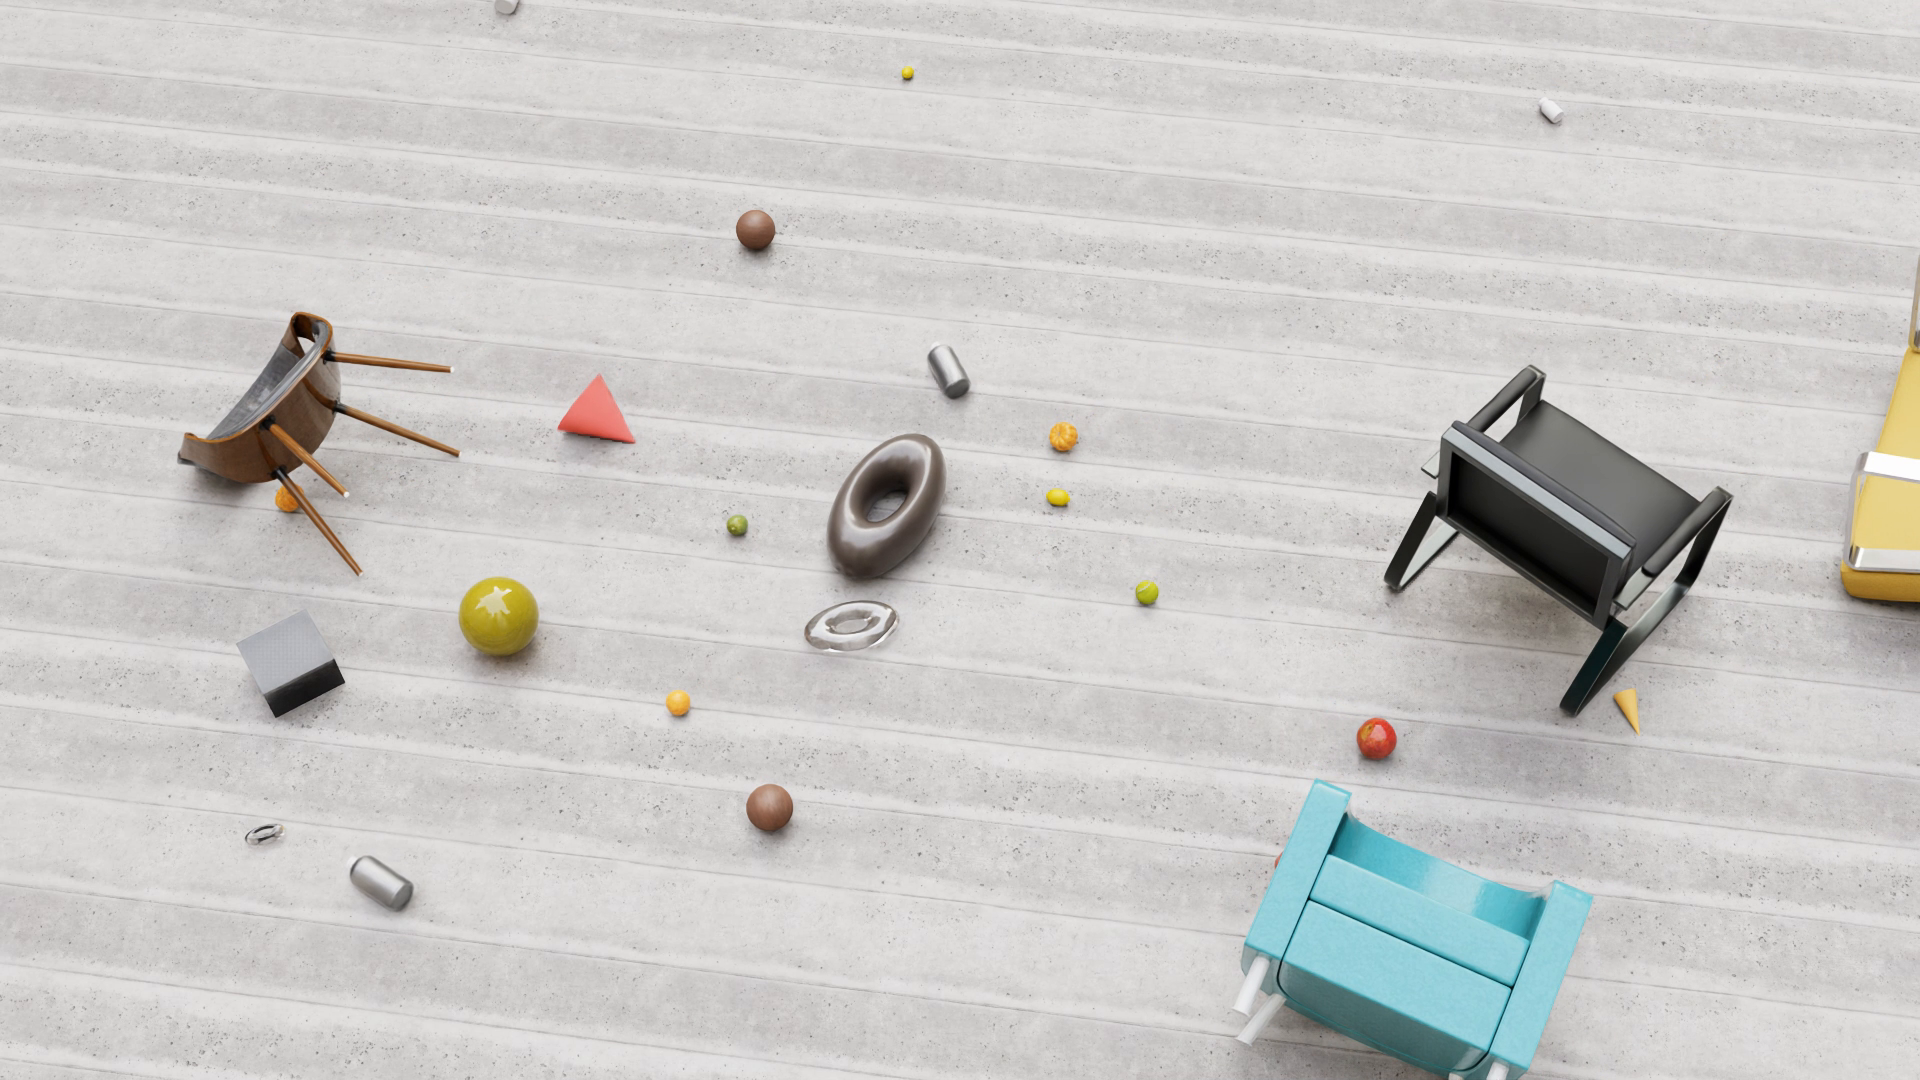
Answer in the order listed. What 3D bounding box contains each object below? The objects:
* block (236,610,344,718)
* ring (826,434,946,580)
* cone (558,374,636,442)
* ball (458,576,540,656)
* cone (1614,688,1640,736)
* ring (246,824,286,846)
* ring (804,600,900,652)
[{"bbox_3d":[-1.904,0.351,6.257,0.215,0.135,0.197,-28,61,-18],"label":"block"},{"bbox_3d":[-0.217,-0.103,6.537,0.291,0.178,0.535,22,58,16],"label":"ring"},{"bbox_3d":[-1.083,-0.363,6.766,0.217,0.184,0.229,36,51,-4],"label":"cone"},{"bbox_3d":[-1.319,0.218,6.290,0.230,0.230,0.230,0,56,0],"label":"ball"},{"bbox_3d":[1.902,0.495,6.222,0.065,0.067,0.134,-4,69,-26],"label":"cone"},{"bbox_3d":[-1.899,0.805,6.011,0.113,0.039,0.049,-16,56,-9],"label":"ring"},{"bbox_3d":[-0.313,0.249,6.373,0.284,0.057,0.158,-11,56,-7],"label":"ring"}]
